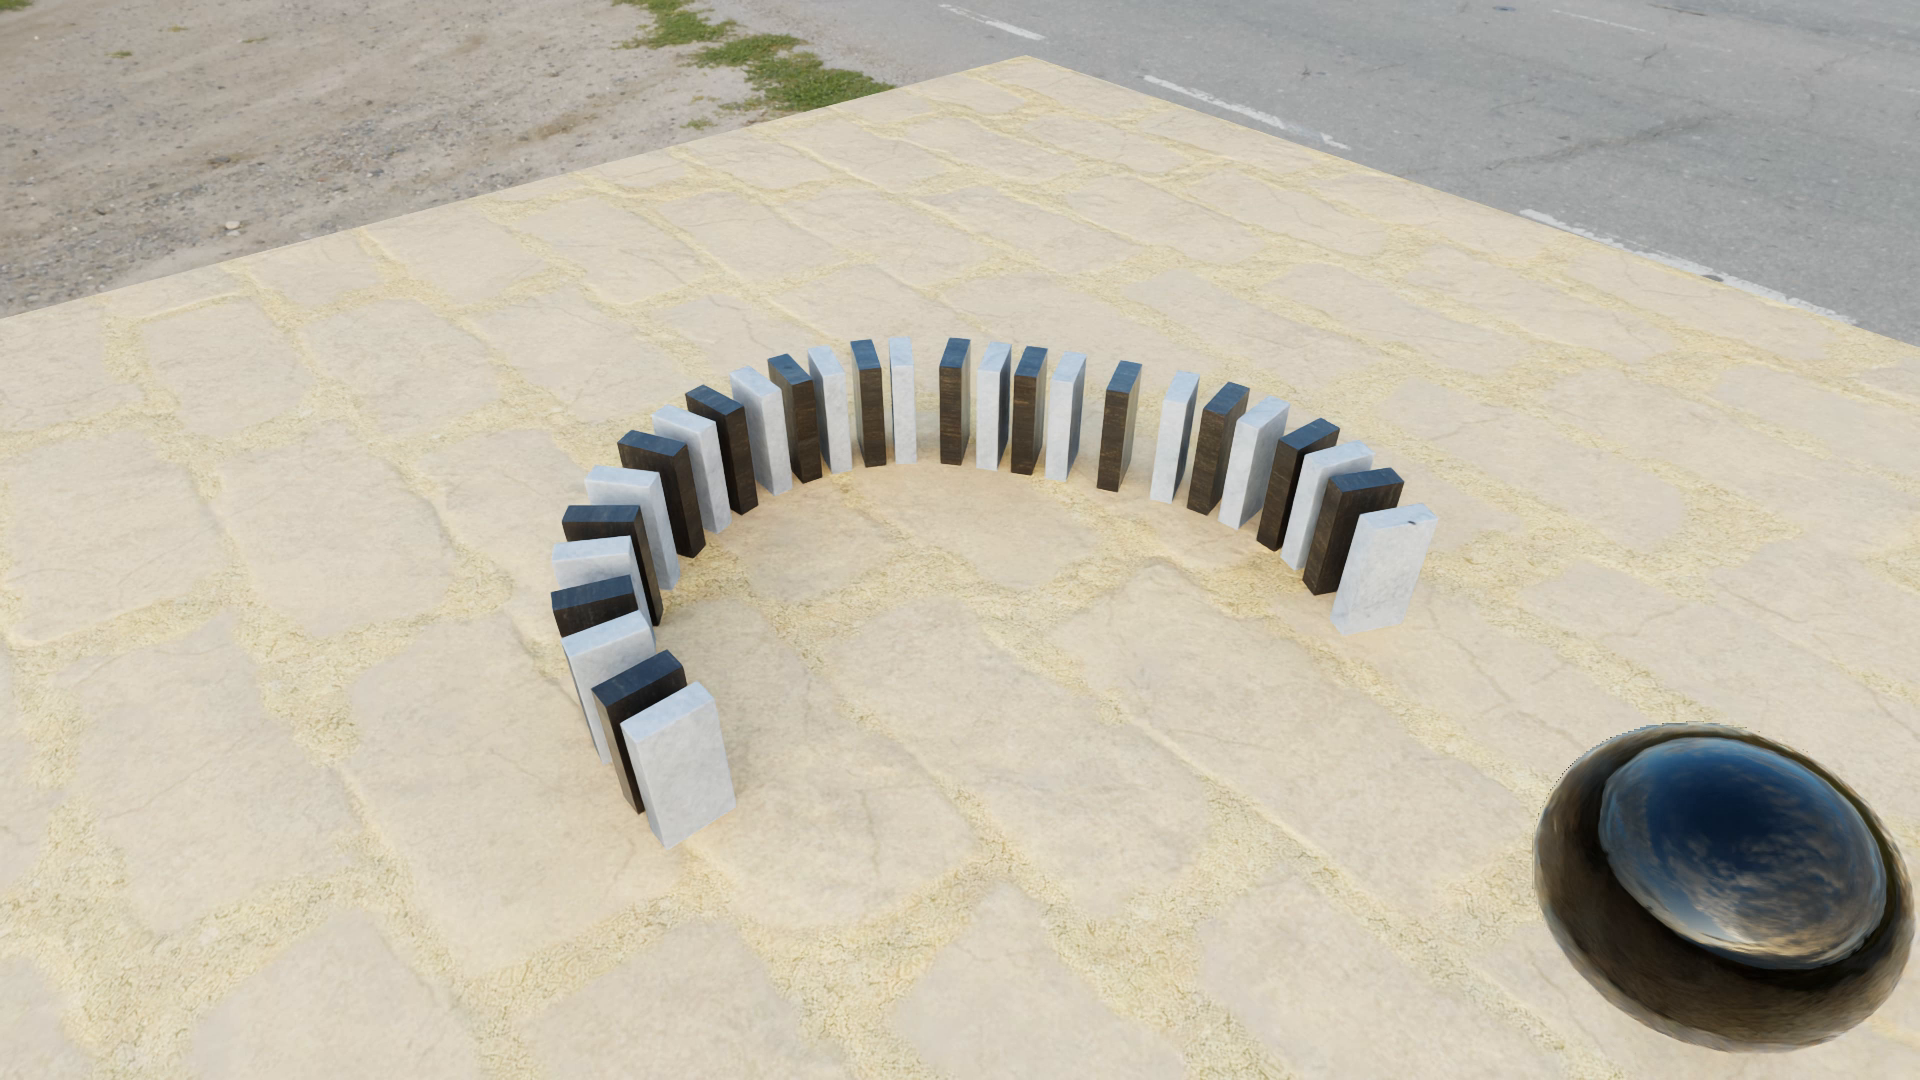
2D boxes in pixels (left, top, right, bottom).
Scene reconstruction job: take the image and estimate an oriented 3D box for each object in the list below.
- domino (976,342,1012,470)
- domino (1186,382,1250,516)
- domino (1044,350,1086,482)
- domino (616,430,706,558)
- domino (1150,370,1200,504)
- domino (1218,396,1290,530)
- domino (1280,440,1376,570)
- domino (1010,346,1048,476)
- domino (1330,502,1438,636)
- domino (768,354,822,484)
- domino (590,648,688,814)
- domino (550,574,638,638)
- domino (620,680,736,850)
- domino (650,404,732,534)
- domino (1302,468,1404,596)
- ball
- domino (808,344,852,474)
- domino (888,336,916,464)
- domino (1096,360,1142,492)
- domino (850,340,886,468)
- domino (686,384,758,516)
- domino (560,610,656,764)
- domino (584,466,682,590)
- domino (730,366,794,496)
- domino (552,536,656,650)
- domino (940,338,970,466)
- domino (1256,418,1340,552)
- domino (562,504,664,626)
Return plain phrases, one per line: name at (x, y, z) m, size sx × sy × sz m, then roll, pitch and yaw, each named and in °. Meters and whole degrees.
domino at (0.015, -0.058, 0.483) m, size 0.010 × 0.050 × 0.025 m, roll 9°, pitch 40°, yaw 11°
domino at (0.107, -0.038, 0.457) m, size 0.010 × 0.050 × 0.025 m, roll 23°, pitch 45°, yaw 26°
domino at (0.046, -0.053, 0.476) m, size 0.009 × 0.050 × 0.025 m, roll 11°, pitch 41°, yaw 14°
domino at (-0.117, -0.018, 0.433) m, size 0.025 × 0.050 × 0.010 m, roll 14°, pitch 41°, yaw 17°
domino at (0.091, -0.043, 0.464) m, size 0.009 × 0.050 × 0.025 m, roll 14°, pitch 41°, yaw 17°
domino at (0.120, -0.031, 0.450) m, size 0.010 × 0.050 × 0.025 m, roll 30°, pitch 48°, yaw 31°
domino at (0.142, -0.013, 0.427) m, size 0.025 × 0.050 × 0.009 m, roll -15°, pitch 42°, yaw -18°
domino at (0.030, -0.056, 0.480) m, size 0.010 × 0.050 × 0.025 m, roll 9°, pitch 40°, yaw 11°
domino at (0.153, 0.011, 0.398) m, size 0.025 × 0.050 × 0.009 m, roll -10°, pitch 40°, yaw -12°
domino at (-0.071, -0.052, 0.475) m, size 0.010 × 0.050 × 0.025 m, roll -21°, pitch 44°, yaw -24°
domino at (-0.095, 0.060, 0.339) m, size 0.025 × 0.050 × 0.009 m, roll -29°, pitch 47°, yaw -30°
domino at (-0.118, 0.036, 0.367) m, size 0.025 × 0.050 × 0.010 m, roll -13°, pitch 41°, yaw -16°
domino at (-0.083, 0.068, 0.329) m, size 0.025 × 0.050 × 0.010 m, roll -29°, pitch 47°, yaw -31°
domino at (-0.108, -0.028, 0.446) m, size 0.025 × 0.050 × 0.010 m, roll 21°, pitch 44°, yaw 24°
domino at (0.148, -0.003, 0.415) m, size 0.025 × 0.050 × 0.010 m, roll -9°, pitch 40°, yaw -11°
ball at (0.191, 0.087, 0.281) m, size 0.080 × 0.080 × 0.080 m, roll 0°, pitch 39°, yaw 0°
domino at (-0.057, -0.057, 0.481) m, size 0.009 × 0.050 × 0.025 m, roll -14°, pitch 41°, yaw -16°
domino at (-0.025, -0.061, 0.486) m, size 0.010 × 0.050 × 0.025 m, roll -4°, pitch 39°, yaw -4°
domino at (0.068, -0.048, 0.470) m, size 0.009 × 0.050 × 0.025 m, roll 13°, pitch 41°, yaw 15°
domino at (-0.040, -0.060, 0.485) m, size 0.010 × 0.050 × 0.025 m, roll -8°, pitch 40°, yaw -10°
domino at (-0.099, -0.037, 0.457) m, size 0.025 × 0.050 × 0.009 m, roll 28°, pitch 47°, yaw 30°
domino at (-0.109, 0.048, 0.353) m, size 0.025 × 0.050 × 0.009 m, roll -21°, pitch 44°, yaw -24°
domino at (-0.123, -0.004, 0.416) m, size 0.025 × 0.050 × 0.009 m, roll 7°, pitch 40°, yaw 8°
domino at (-0.084, -0.046, 0.468) m, size 0.009 × 0.050 × 0.025 m, roll -28°, pitch 47°, yaw -30°
domino at (-0.124, 0.022, 0.385) m, size 0.025 × 0.050 × 0.009 m, roll -6°, pitch 40°, yaw -8°
domino at (-0.002, -0.061, 0.486) m, size 0.009 × 0.050 × 0.025 m, roll 6°, pitch 40°, yaw 7°
domino at (0.134, -0.022, 0.438) m, size 0.025 × 0.050 × 0.009 m, roll -26°, pitch 46°, yaw -28°
domino at (-0.125, 0.010, 0.399) m, size 0.025 × 0.050 × 0.010 m, roll 0°, pitch 39°, yaw 0°
